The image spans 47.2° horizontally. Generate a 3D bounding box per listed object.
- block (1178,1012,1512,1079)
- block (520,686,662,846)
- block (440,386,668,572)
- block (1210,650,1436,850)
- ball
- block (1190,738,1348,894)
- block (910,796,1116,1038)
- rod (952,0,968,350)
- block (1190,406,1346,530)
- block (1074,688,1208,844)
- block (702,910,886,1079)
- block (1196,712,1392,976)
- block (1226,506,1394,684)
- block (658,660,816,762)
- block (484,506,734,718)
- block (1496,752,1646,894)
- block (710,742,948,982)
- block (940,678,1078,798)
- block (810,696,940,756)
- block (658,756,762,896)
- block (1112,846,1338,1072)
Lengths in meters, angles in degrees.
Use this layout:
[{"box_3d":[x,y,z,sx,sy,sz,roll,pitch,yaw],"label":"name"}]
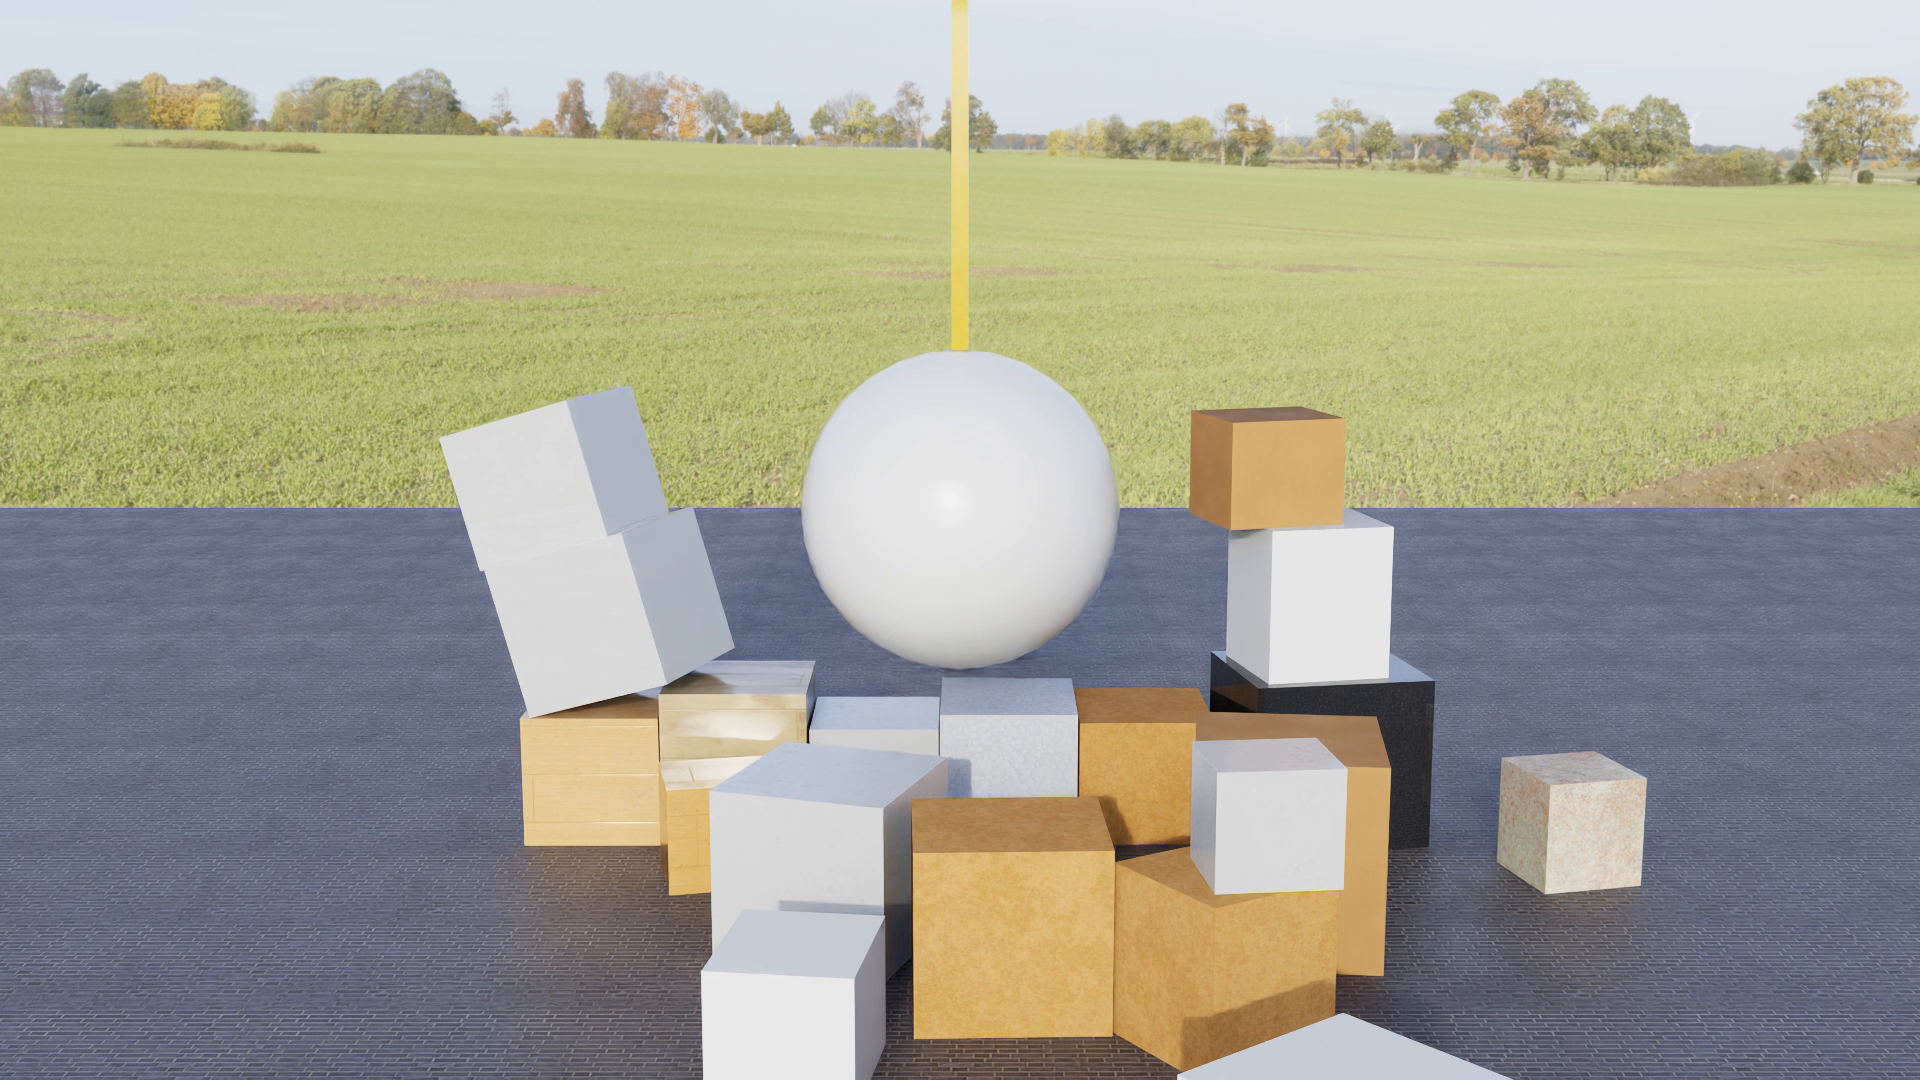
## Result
[{"box_3d":[1.190,1.980,6.760,0.764,0.685,0.719,-8,13,-39],"label":"block"},{"box_3d":[-1.853,1.149,11.407,0.687,0.658,0.758,0,10,0],"label":"block"},{"box_3d":[-2.049,-0.323,11.183,0.723,0.691,0.774,-15,5,17],"label":"block"},{"box_3d":[1.838,1.065,11.303,0.915,0.861,0.809,-2,10,-10],"label":"block"},{"box_3d":[0.000,-0.154,11.033,1.600,1.600,1.600,0,10,0],"label":"ball"},{"box_3d":[1.182,1.057,8.473,0.497,0.474,0.442,-1,10,-6],"label":"block"},{"box_3d":[0.199,1.531,9.004,0.789,0.767,0.723,0,10,-2],"label":"block"},{"box_3d":[0.000,-3.510,10.490,0.080,5.200,0.080,0,9,0],"label":"rod"},{"box_3d":[1.536,-0.368,11.023,0.604,0.528,0.523,-3,11,-16],"label":"block"},{"box_3d":[0.934,1.163,11.402,0.673,0.632,0.718,0,10,0],"label":"block"},{"box_3d":[-0.617,1.775,8.329,0.565,0.527,0.663,1,10,8],"label":"block"},{"box_3d":[1.445,1.322,9.732,0.815,0.917,0.841,1,10,6],"label":"block"},{"box_3d":[1.762,0.267,11.144,0.629,0.764,0.641,-2,11,-12],"label":"block"},{"box_3d":[-1.132,1.091,11.368,0.733,0.786,0.719,0,10,0],"label":"block"},{"box_3d":[-1.771,0.357,11.215,0.792,0.771,0.829,-14,5,20],"label":"block"},{"box_3d":[2.947,1.356,10.618,0.502,0.532,0.485,-2,11,-13],"label":"block"},{"box_3d":[-0.563,1.401,9.709,0.792,0.769,0.825,3,11,18],"label":"block"},{"box_3d":[0.247,1.141,11.368,0.686,0.689,0.764,0,10,0],"label":"block"},{"box_3d":[-0.432,1.183,11.409,0.648,0.590,0.664,0,10,0],"label":"block"},{"box_3d":[-1.163,1.369,10.606,0.531,0.512,0.492,-2,11,-12],"label":"block"},{"box_3d":[1.032,1.633,8.606,0.606,0.708,0.628,-6,12,-32],"label":"block"}]
